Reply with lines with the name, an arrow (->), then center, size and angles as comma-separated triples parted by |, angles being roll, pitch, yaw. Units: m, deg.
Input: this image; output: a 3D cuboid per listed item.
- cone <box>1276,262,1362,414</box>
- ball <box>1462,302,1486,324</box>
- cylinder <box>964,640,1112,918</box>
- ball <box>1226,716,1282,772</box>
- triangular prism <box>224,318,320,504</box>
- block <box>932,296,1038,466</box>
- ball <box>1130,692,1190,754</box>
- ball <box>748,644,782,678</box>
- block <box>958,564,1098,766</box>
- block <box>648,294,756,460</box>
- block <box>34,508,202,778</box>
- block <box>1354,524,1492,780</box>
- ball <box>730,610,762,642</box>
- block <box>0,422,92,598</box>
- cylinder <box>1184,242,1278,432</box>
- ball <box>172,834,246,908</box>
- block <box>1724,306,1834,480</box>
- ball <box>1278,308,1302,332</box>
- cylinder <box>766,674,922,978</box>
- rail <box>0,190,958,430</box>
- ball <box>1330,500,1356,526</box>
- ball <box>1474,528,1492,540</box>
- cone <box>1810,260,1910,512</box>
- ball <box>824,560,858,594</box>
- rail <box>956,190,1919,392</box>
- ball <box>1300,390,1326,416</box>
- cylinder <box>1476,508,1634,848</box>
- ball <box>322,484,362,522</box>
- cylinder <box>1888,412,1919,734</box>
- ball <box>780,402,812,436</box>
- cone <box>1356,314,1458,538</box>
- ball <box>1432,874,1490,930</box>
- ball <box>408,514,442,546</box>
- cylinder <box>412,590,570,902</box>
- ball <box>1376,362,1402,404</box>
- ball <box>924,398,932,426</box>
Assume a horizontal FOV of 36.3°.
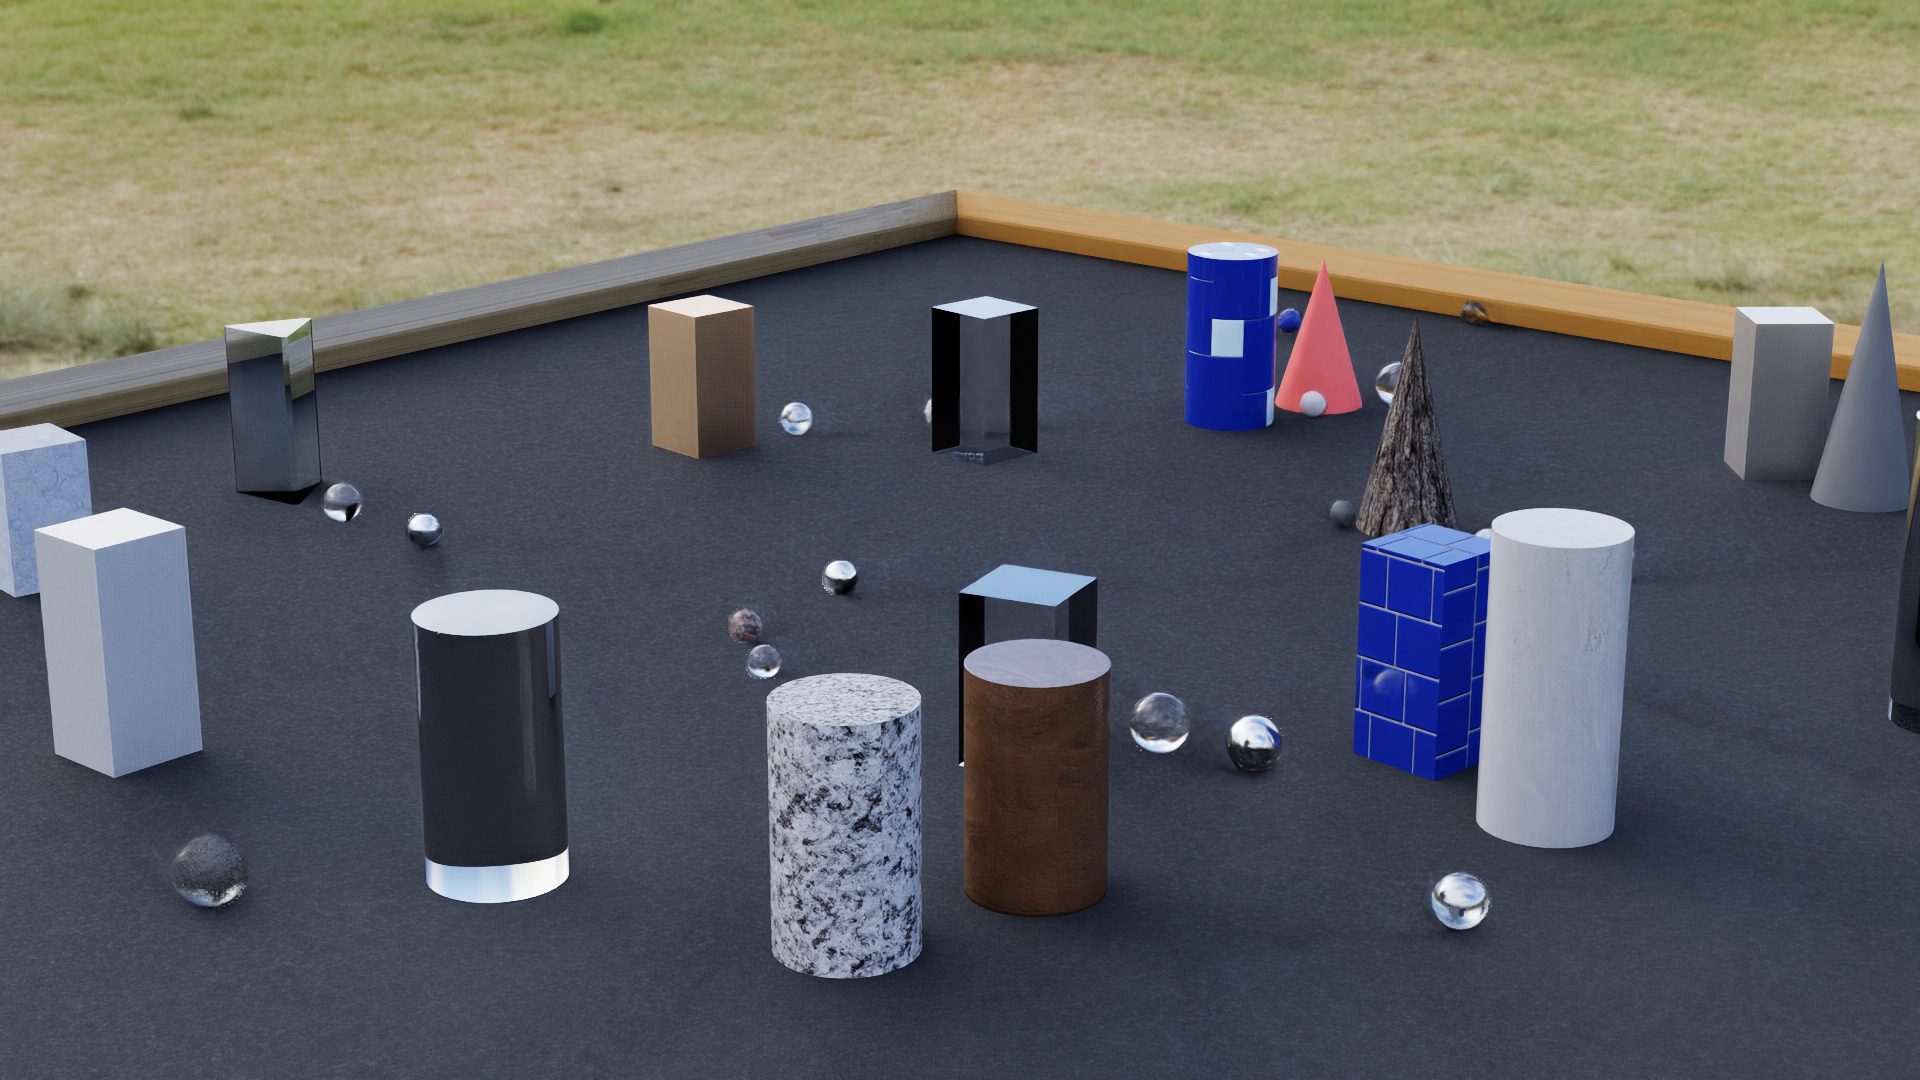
cone -> 0.787, -0.454, 6.390 | 0.192, 0.322, 0.192 | 0, 17, 0
ball -> 1.260, -0.556, 7.188 | 0.056, 0.056, 0.056 | 0, 17, 0
cylinder -> 0.101, 0.312, 3.861 | 0.192, 0.317, 0.192 | 0, 17, 0
ball -> 0.432, 0.299, 4.308 | 0.083, 0.083, 0.083 | 0, 17, 0
triangular prism -> -1.311, -0.258, 5.722 | 0.166, 0.332, 0.144 | 11, 20, 33
block -> 0.051, -0.326, 5.995 | 0.153, 0.305, 0.153 | -15, 23, -41
ball -> 0.299, 0.273, 4.380 | 0.091, 0.091, 0.091 | 0, 17, 0
ball -> -0.314, 0.195, 4.704 | 0.054, 0.054, 0.054 | 0, 17, 0
block -> 0.101, 0.194, 4.334 | 0.153, 0.269, 0.153 | 8, 19, 25
block -> -0.531, -0.338, 6.051 | 0.153, 0.296, 0.153 | -15, 23, -41
block -> -1.245, 0.150, 4.343 | 0.153, 0.349, 0.153 | 14, 22, 39
block -> 0.697, 0.163, 4.335 | 0.153, 0.329, 0.153 | -15, 22, -40
ball -> -0.357, 0.142, 4.880 | 0.053, 0.053, 0.053 | 0, 17, 0
block -> -1.638, -0.055, 5.177 | 0.153, 0.258, 0.153 | -14, 22, -38
cylinder -> 0.577, -0.434, 6.245 | 0.192, 0.368, 0.192 | 0, 17, 0
ball -> -0.984, 0.434, 3.842 | 0.095, 0.095, 0.095 | 0, 17, 0
block -> 1.636, -0.293, 5.862 | 0.153, 0.319, 0.153 | 0, 17, -1
ball -> 0.799, -0.531, 7.101 | 0.058, 0.058, 0.058 | 0, 17, 0
cylinder -> -0.144, 0.357, 3.683 | 0.192, 0.334, 0.192 | 0, 17, 0
rail -> -1.636, -0.379, 6.480 | 0.045, 0.125, 5.012 | 14, 22, 39
ball -> 0.722, -0.051, 5.524 | 0.050, 0.050, 0.050 | 0, 17, 0
ball -> 0.949, 0.019, 5.238 | 0.082, 0.082, 0.082 | 0, 17, 0
cone -> 1.754, -0.307, 5.640 | 0.192, 0.474, 0.192 | 0, 17, 0
ball -> -0.208, 0.065, 5.124 | 0.060, 0.060, 0.060 | 0, 17, 0
rail -> 1.628, -0.511, 6.915 | 4.380, 0.125, 0.045 | 14, 22, 39
ball -> 0.759, -0.294, 6.319 | 0.056, 0.056, 0.056 | 0, 17, 0
cylinder -> 0.823, 0.190, 4.066 | 0.192, 0.432, 0.192 | 0, 17, 0
ball -> -1.170, -0.071, 5.551 | 0.073, 0.073, 0.073 | 0, 17, 0
cylinder -> 1.531, 0.049, 4.454 | 0.192, 0.479, 0.192 | 0, 17, 0
ball -> -0.344, -0.255, 6.169 | 0.069, 0.069, 0.069 | 0, 17, 0
cone -> 0.842, -0.221, 5.466 | 0.192, 0.411, 0.192 | 0, 17, 0
ball -> 0.644, 0.465, 3.776 | 0.073, 0.073, 0.073 | 0, 17, 0
ball -> -0.986, -0.018, 5.398 | 0.061, 0.061, 0.061 | 0, 17, 0
cylinder -> -0.623, 0.272, 3.898 | 0.192, 0.371, 0.192 | 0, 17, 0
ball -> 0.956, -0.339, 6.401 | 0.096, 0.096, 0.096 | 0, 17, 0
ball -> -0.037, -0.271, 6.213 | 0.074, 0.074, 0.074 | 0, 17, 0
